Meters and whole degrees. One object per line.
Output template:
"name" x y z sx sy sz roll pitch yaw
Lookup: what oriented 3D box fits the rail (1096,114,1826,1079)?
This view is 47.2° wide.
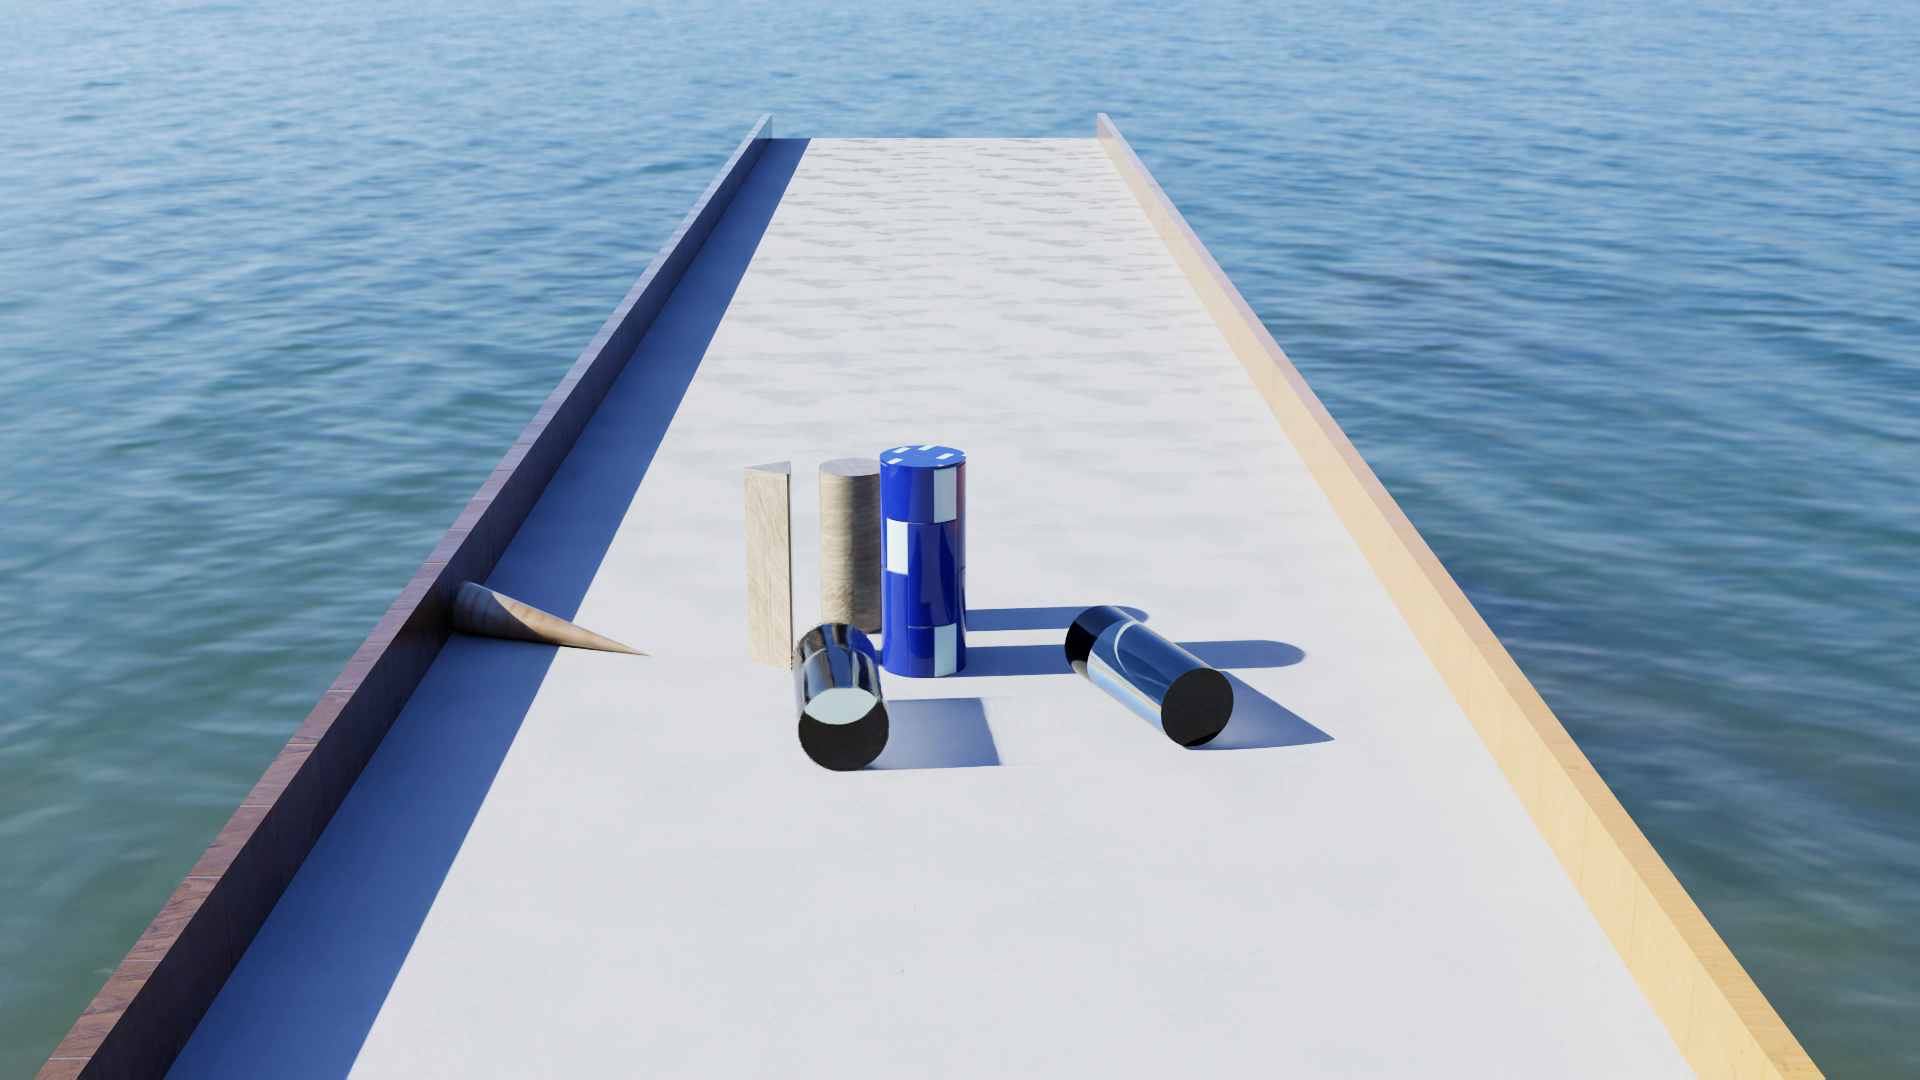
"rail" 0.932 -0.844 7.801 0.050 0.150 12.000 0 17 -1

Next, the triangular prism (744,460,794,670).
"triangular prism" -0.357 0.047 4.366 0.101 0.401 0.088 8 19 26

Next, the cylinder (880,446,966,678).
"cylinder" -0.072 0.042 4.333 0.169 0.429 0.169 0 17 0

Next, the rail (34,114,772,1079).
"rail" -1.118 -0.838 7.780 0.050 0.150 12.000 0 17 -1

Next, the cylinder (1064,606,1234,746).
"cylinder" 0.349 0.250 4.124 0.150 0.150 0.391 -7 18 -22

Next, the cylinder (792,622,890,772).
"cylinder" -0.220 0.281 4.002 0.159 0.159 0.345 -2 17 -6

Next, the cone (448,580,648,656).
"cone" -0.828 0.186 4.505 0.449 0.109 0.109 13 20 18

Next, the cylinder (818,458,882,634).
"cylinder" -0.219 0.013 4.585 0.147 0.342 0.147 0 17 0
